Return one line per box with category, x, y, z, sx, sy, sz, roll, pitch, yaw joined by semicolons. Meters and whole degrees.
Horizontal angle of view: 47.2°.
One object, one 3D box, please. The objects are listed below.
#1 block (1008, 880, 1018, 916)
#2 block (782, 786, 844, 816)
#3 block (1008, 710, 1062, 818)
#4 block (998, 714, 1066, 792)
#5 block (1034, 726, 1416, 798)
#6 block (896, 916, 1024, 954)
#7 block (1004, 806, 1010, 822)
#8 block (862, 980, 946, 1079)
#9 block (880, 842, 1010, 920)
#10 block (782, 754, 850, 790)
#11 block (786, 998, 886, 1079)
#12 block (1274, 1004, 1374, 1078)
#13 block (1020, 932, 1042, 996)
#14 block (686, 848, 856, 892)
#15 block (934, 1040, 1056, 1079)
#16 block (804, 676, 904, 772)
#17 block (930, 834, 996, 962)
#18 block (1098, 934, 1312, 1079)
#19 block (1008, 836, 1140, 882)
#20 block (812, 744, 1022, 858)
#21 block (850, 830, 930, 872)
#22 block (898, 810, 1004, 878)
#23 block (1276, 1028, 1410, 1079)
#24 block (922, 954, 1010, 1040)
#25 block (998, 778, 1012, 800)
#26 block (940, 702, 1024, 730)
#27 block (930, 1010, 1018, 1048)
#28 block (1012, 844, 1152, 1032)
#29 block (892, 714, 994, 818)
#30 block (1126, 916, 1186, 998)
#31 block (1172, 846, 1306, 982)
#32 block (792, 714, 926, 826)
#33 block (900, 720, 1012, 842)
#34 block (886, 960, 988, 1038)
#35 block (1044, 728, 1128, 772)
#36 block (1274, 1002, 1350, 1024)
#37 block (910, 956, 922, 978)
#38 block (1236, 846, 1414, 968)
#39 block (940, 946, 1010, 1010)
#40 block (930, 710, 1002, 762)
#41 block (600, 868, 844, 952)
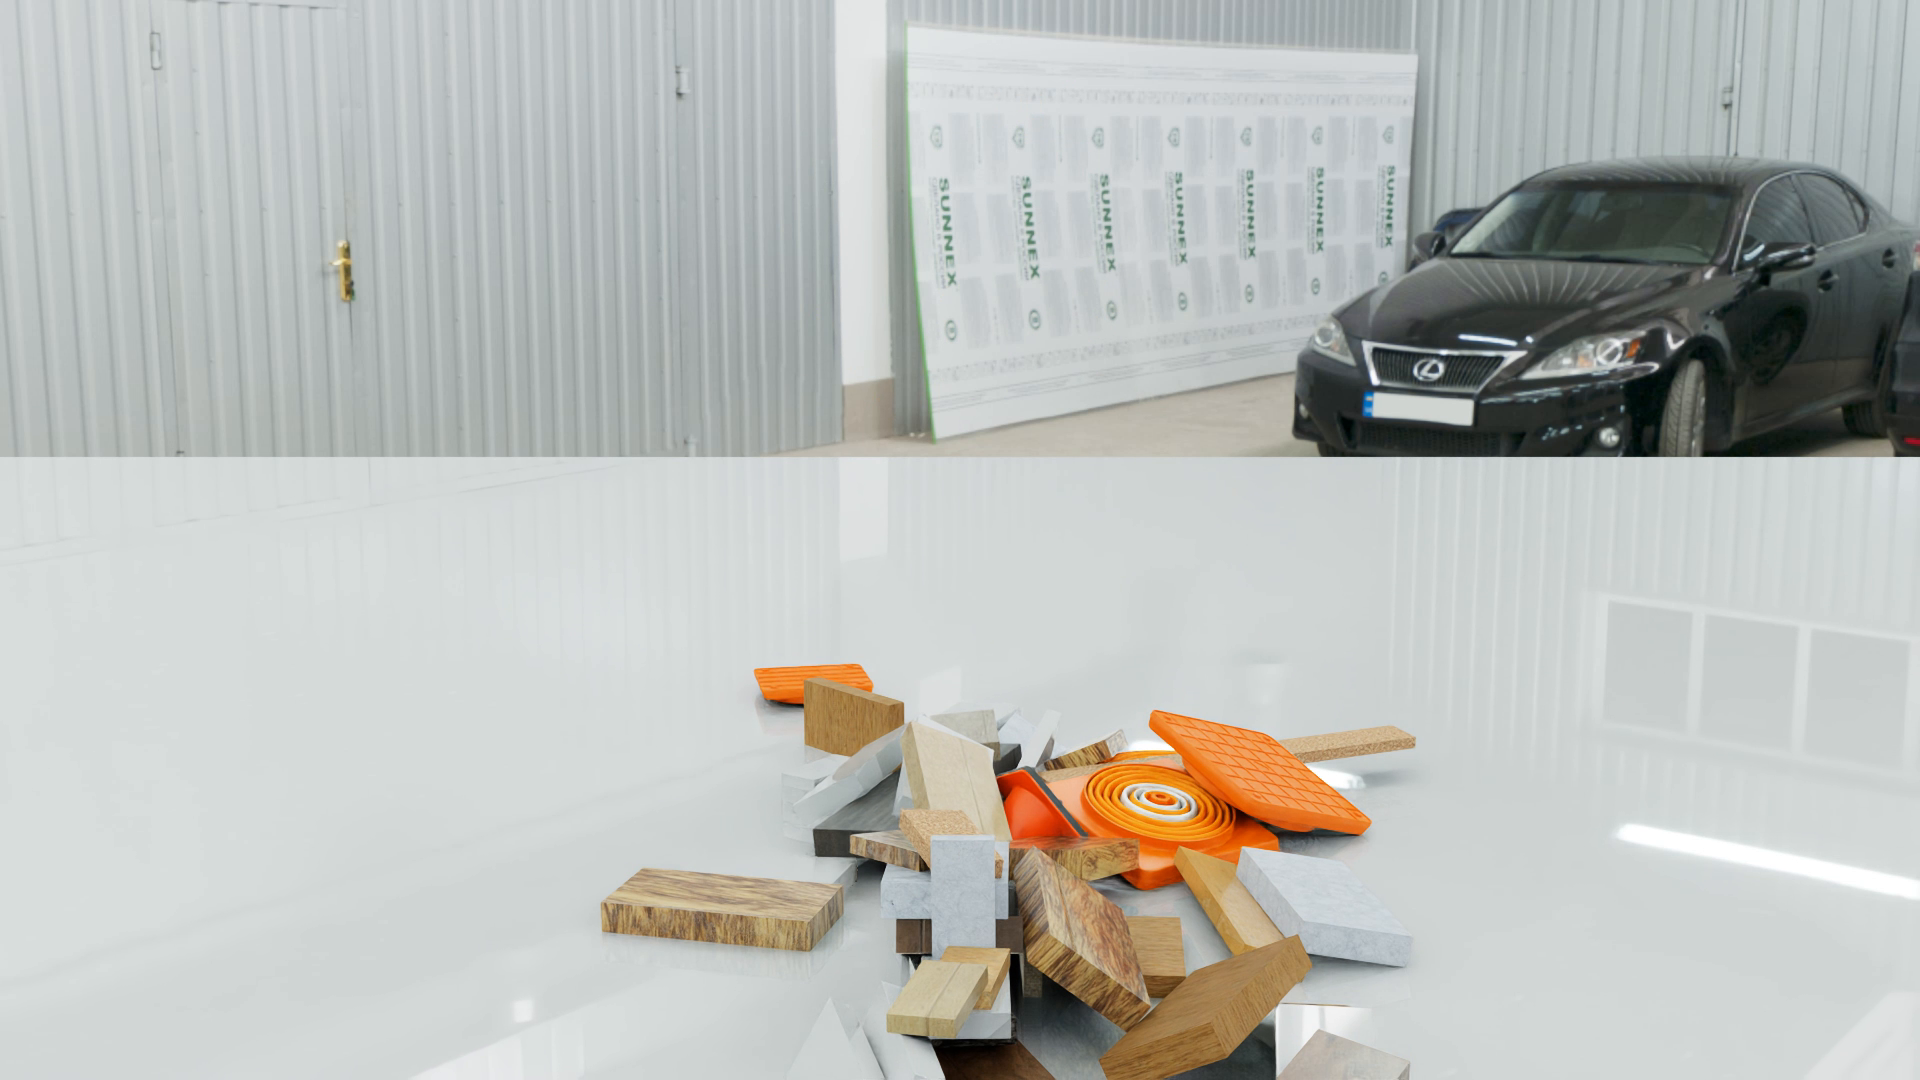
block;-0.001;0.557;3.470;0.176;0.050;0.353;0;-4;0
block;-0.194;0.485;4.127;0.138;0.039;0.276;-9;14;-41
block;0.139;0.419;4.134;0.030;0.105;0.210;18;32;10
block;0.122;0.421;4.314;0.126;0.036;0.252;35;17;7
block;0.517;0.420;4.197;0.796;0.023;0.081;-5;15;-24
block;-0.002;0.582;3.232;0.176;0.050;0.353;0;-11;0
block;0.030;0.519;3.982;0.092;0.026;0.184;2;11;12
block;-0.087;0.681;2.759;0.042;0.148;0.296;21;6;-13
block;-0.017;0.495;3.222;0.176;0.050;0.353;0;1;1
block;-0.256;0.443;4.185;0.081;0.023;0.161;8;13;36
block;-0.144;0.701;2.731;0.035;0.123;0.392;28;3;-16
block;0.479;0.696;2.878;0.128;0.036;0.257;1;21;7
block;0.106;0.607;3.316;0.027;0.095;0.191;0;11;-1
block;-0.318;0.566;3.697;0.256;0.036;0.128;3;11;16
block;0.135;0.765;2.614;0.148;0.042;0.771;-4;11;-20
block;-0.216;0.373;4.460;0.039;0.138;0.276;-9;14;-41
block;0.005;0.495;3.029;0.087;0.175;0.025;0;8;2
block;0.342;0.647;3.016;0.176;0.050;0.353;-26;-3;29
block;0.162;0.514;3.557;0.174;0.049;0.347;-1;-5;19
block;-0.066;0.463;3.957;0.174;0.049;0.541;-2;10;23
block;-0.072;0.456;3.240;0.095;0.027;0.191;-1;2;-34
block;-0.014;0.434;3.150;0.095;0.027;0.191;3;14;-19
block;0.448;0.711;2.738;0.128;0.036;0.257;14;28;31
block;0.006;0.610;2.954;0.121;0.034;0.241;-1;8;0
block;0.037;0.467;4.108;0.092;0.026;0.184;-3;10;10
block;0.022;0.375;4.450;0.138;0.039;0.276;1;7;18
block;0.006;0.661;3.023;0.121;0.034;0.241;-1;-4;-5
block;0.172;0.571;3.181;0.176;0.050;0.353;37;8;-9
block;-0.026;0.422;3.843;0.152;0.043;0.304;27;21;-6
block;0.277;0.632;3.346;0.123;0.035;0.246;1;11;4
block;0.441;0.589;3.500;0.105;0.030;0.461;19;8;-10
block;-0.173;0.420;4.039;0.152;0.043;0.304;-31;2;29
block;-0.007;0.429;3.732;0.152;0.043;0.304;21;23;-19
block;-0.027;0.582;2.794;0.087;0.025;0.175;2;12;14
block;0.246;0.414;4.261;0.126;0.036;0.252;-22;-4;11
block;0.490;0.694;3.029;0.105;0.030;0.210;1;11;6
block;-0.006;0.635;3.183;0.121;0.034;0.241;-1;-3;-5
block;0.573;0.579;3.498;0.176;0.050;0.353;10;9;-10
block;0.011;0.583;2.935;0.087;0.025;0.175;1;8;10
block;0.008;0.375;4.180;0.126;0.036;0.252;-6;9;-1
block;-0.379;0.591;3.529;0.347;0.049;0.174;3;11;14
